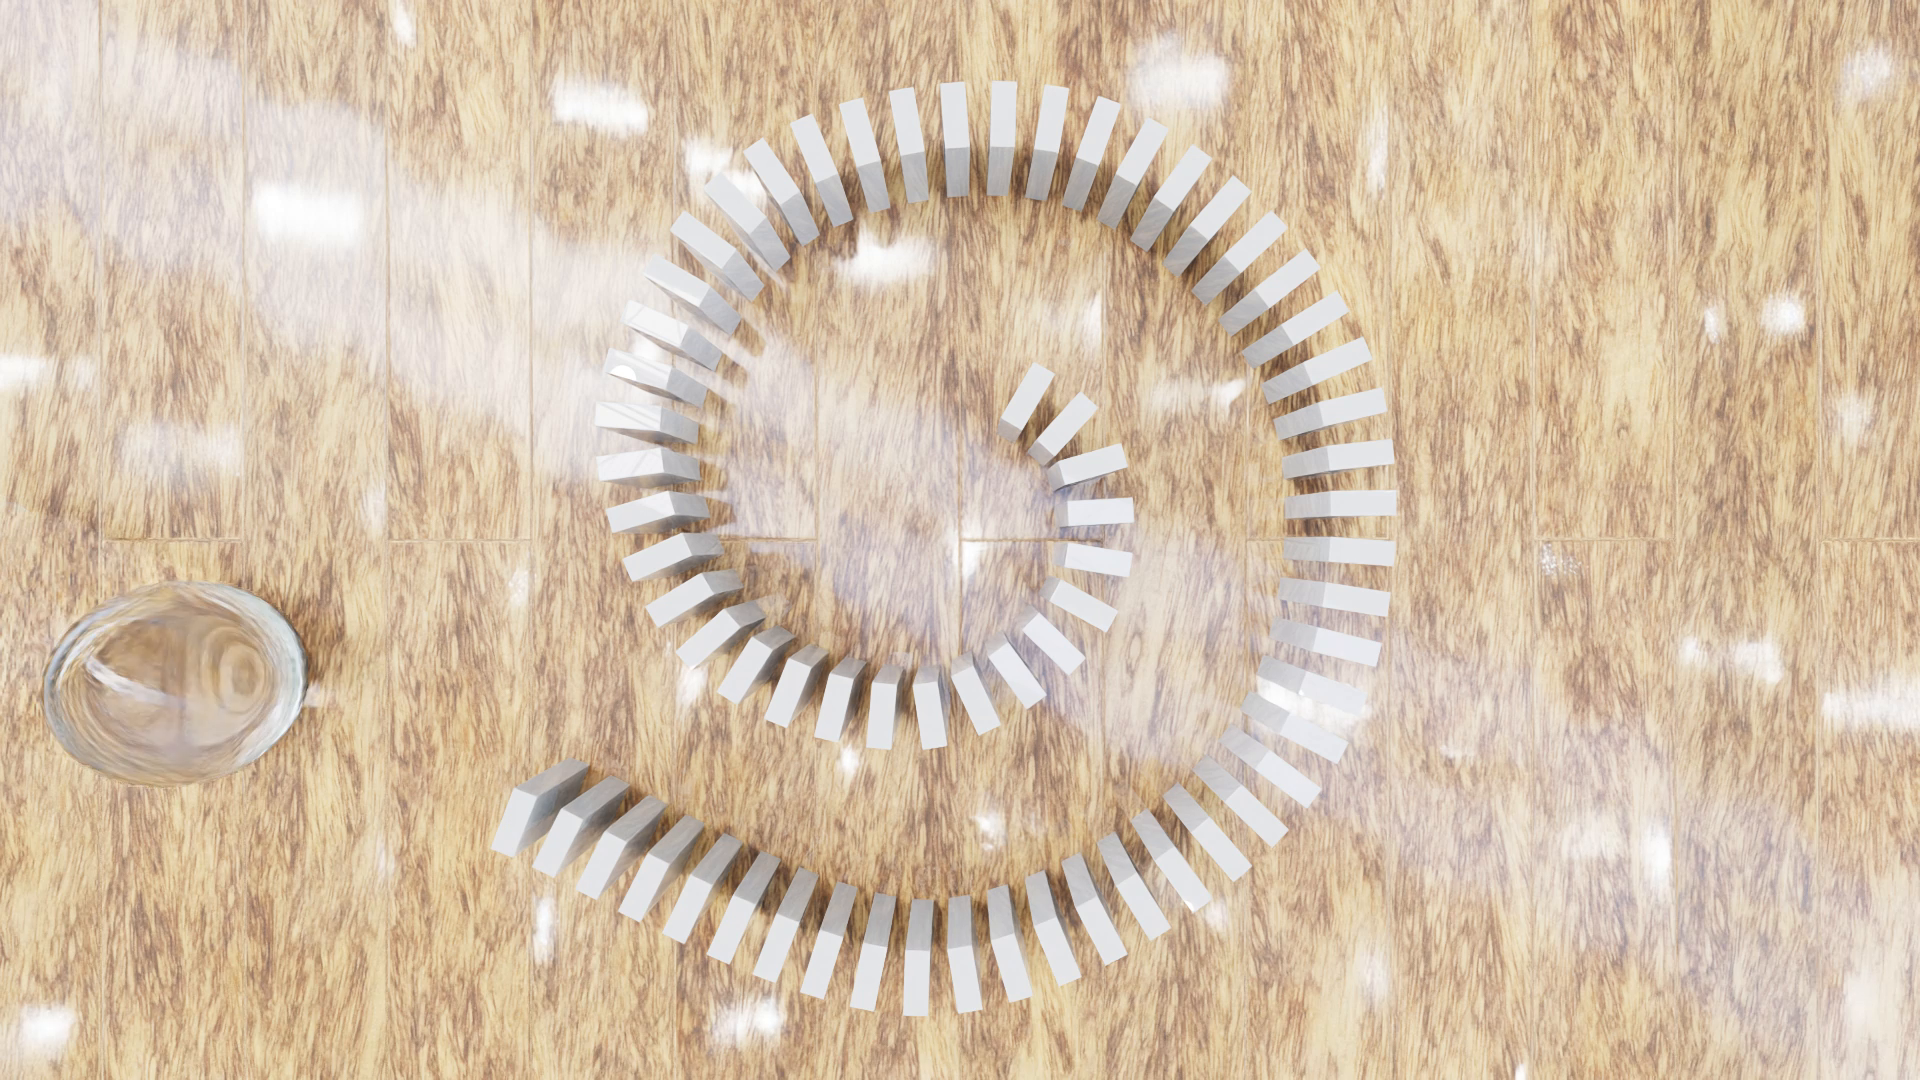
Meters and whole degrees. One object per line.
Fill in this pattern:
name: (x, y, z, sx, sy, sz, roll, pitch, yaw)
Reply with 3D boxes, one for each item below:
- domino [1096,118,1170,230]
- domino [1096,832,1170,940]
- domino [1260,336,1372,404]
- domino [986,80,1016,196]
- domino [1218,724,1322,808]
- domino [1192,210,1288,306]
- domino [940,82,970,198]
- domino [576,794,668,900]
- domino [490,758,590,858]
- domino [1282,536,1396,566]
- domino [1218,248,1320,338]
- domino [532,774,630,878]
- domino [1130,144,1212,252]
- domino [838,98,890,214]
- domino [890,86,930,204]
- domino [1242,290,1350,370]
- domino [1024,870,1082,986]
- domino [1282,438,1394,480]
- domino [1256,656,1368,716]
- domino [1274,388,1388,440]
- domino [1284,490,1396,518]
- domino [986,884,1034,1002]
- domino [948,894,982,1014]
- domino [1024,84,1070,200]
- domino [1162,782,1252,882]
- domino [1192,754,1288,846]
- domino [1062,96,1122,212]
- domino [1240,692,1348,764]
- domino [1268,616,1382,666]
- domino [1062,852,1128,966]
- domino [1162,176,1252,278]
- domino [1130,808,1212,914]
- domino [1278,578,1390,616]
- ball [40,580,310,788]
domino: (0.070, -0.149, 0.375, 0.010, 0.050, 0.025, 30, 90, 0)
domino: (0.070, 0.140, 0.375, 0.010, 0.050, 0.025, -32, 90, 0)
domino: (0.144, -0.068, 0.375, 0.025, 0.050, 0.009, -23, 90, 0)
domino: (0.017, -0.163, 0.375, 0.009, 0.050, 0.025, 2, 90, 0)
domino: (0.125, 0.091, 0.375, 0.025, 0.050, 0.010, 37, 90, 0)
domino: (0.113, -0.114, 0.375, 0.025, 0.050, 0.010, -44, 90, 0)
domino: (-0.002, -0.162, 0.375, 0.009, 0.050, 0.025, -4, 90, 0)
domino: (-0.137, 0.124, 0.375, 0.009, 0.050, 0.025, 27, 90, 0)
domino: (-0.171, 0.108, 0.375, 0.009, 0.050, 0.025, 21, 90, 0)
domino: (0.154, 0.004, 0.375, 0.025, 0.050, 0.009, 4, 90, 0)
domino: (0.125, -0.100, 0.375, 0.025, 0.050, 0.010, -38, 90, 0)
domino: (-0.154, 0.116, 0.375, 0.009, 0.050, 0.025, 27, 90, 0)
domino: (0.085, -0.138, 0.375, 0.009, 0.050, 0.025, 36, 90, 0)
domino: (-0.038, -0.156, 0.375, 0.009, 0.050, 0.025, -16, 90, 0)
domino: (-0.020, -0.160, 0.375, 0.010, 0.050, 0.025, -10, 90, 0)
domino: (0.136, -0.085, 0.375, 0.025, 0.050, 0.010, -32, 90, 0)
domino: (0.037, 0.157, 0.375, 0.010, 0.050, 0.025, -23, 90, 0)
domino: (0.153, -0.033, 0.375, 0.025, 0.050, 0.010, -6, 90, 0)
domino: (0.143, 0.059, 0.375, 0.025, 0.050, 0.010, 20, 90, 0)
domino: (0.150, -0.051, 0.375, 0.025, 0.050, 0.009, -13, 90, 0)
domino: (0.154, -0.014, 0.375, 0.025, 0.050, 0.009, -1, 90, 0)
domino: (0.020, 0.164, 0.375, 0.009, 0.050, 0.025, -17, 90, 0)
domino: (0.002, 0.168, 0.375, 0.009, 0.050, 0.025, -10, 90, 0)
domino: (0.035, -0.161, 0.375, 0.010, 0.050, 0.025, 9, 90, 0)
domino: (0.100, 0.118, 0.375, 0.009, 0.050, 0.025, -41, 90, 0)
domino: (0.113, 0.105, 0.375, 0.025, 0.050, 0.009, 44, 90, 0)
domino: (0.053, -0.156, 0.375, 0.009, 0.050, 0.025, 20, 90, 0)
domino: (0.135, 0.076, 0.375, 0.025, 0.050, 0.009, 27, 90, 0)
domino: (0.148, 0.041, 0.375, 0.025, 0.050, 0.009, 14, 90, 0)
domino: (0.054, 0.149, 0.375, 0.009, 0.050, 0.025, -28, 90, 0)
domino: (0.100, -0.127, 0.375, 0.010, 0.050, 0.025, 41, 90, 0)
domino: (0.085, 0.130, 0.375, 0.009, 0.050, 0.025, -36, 90, 0)
domino: (0.152, 0.023, 0.375, 0.025, 0.050, 0.010, 9, 90, 0)
ball: (-0.305, 0.056, 0.360, 0.080, 0.080, 0.080, 0, 90, 0)
